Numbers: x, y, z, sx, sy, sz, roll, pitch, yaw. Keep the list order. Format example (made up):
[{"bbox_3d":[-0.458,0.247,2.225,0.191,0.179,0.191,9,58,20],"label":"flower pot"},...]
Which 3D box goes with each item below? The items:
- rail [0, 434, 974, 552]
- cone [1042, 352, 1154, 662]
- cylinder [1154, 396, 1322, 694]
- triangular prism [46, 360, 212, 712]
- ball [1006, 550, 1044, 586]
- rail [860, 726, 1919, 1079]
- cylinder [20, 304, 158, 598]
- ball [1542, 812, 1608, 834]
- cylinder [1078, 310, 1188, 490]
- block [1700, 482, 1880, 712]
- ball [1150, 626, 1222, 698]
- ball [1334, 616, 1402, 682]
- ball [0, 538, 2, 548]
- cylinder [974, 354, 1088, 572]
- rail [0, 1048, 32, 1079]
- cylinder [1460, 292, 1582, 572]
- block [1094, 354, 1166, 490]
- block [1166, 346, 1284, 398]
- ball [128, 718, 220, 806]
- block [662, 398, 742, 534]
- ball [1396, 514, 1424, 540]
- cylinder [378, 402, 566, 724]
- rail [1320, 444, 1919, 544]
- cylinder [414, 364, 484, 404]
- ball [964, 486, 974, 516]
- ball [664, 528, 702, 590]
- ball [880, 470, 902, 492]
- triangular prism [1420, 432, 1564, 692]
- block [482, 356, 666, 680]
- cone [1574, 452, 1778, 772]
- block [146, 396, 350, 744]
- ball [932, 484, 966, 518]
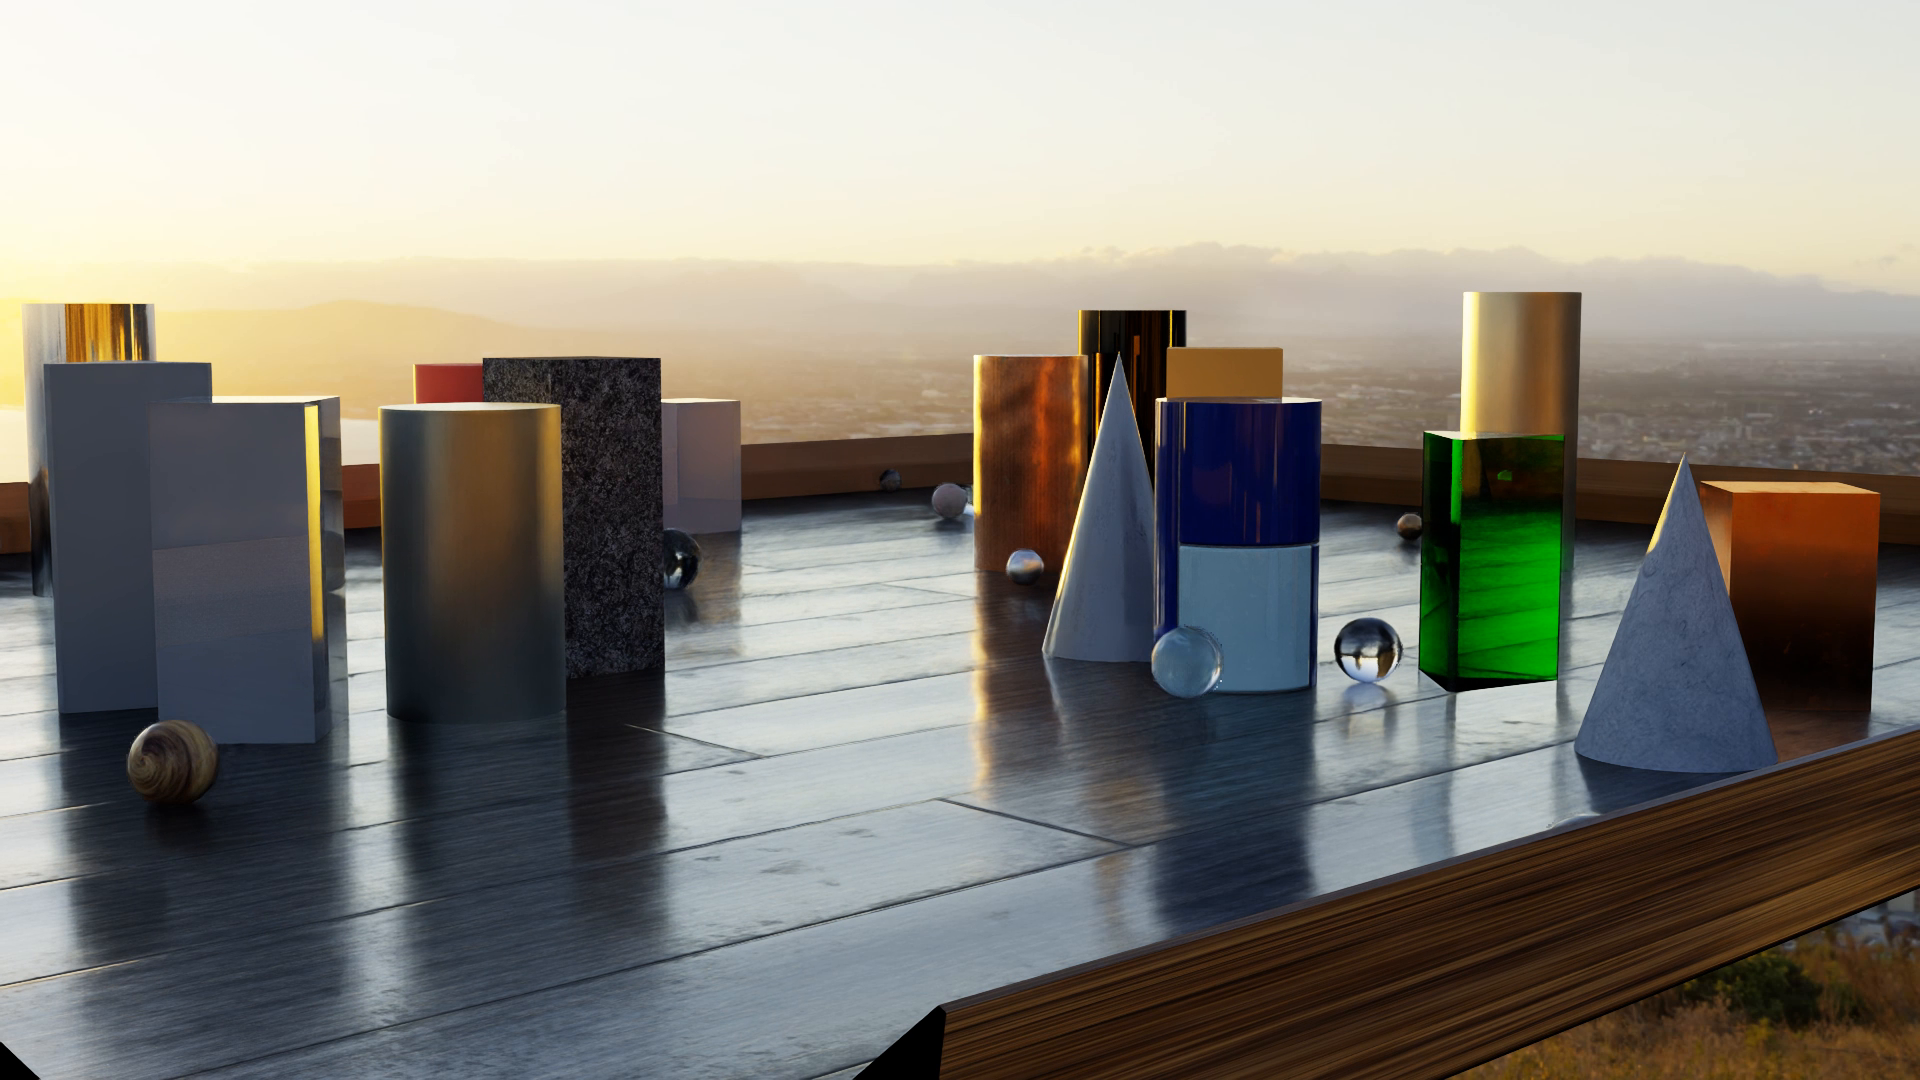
[{"bbox_3d":[-1.146,-0.096,4.568,3.843,0.128,0.045,-5,8,-42],"label":"rail"},{"bbox_3d":[0.206,-0.050,2.873,0.197,0.391,0.197,0,6,0],"label":"cone"},{"bbox_3d":[0.332,0.001,2.643,0.197,0.338,0.197,0,6,0],"label":"cylinder"},{"bbox_3d":[-0.948,-0.011,2.521,0.171,0.386,0.148,-3,6,-23],"label":"triangular prism"},{"bbox_3d":[0.105,0.045,3.555,0.061,0.061,0.061,0,6,0],"label":"ball"},{"bbox_3d":[1.146,0.162,2.096,3.843,0.128,0.045,-5,8,-42],"label":"rail"},{"bbox_3d":[-1.370,-0.146,3.479,0.197,0.455,0.197,0,6,0],"label":"cylinder"},{"bbox_3d":[0.445,0.239,1.544,0.093,0.093,0.093,0,6,0],"label":"ball"},{"bbox_3d":[0.311,-0.194,3.992,0.197,0.445,0.197,0,6,0],"label":"cylinder"},{"bbox_3d":[0.945,0.061,2.525,0.158,0.243,0.158,1,6,6],"label":"block"},{"bbox_3d":[0.261,0.141,2.533,0.082,0.082,0.082,0,6,0],"label":"ball"},{"bbox_3d":[0.489,0.131,2.636,0.080,0.080,0.080,0,6,0],"label":"ball"},{"bbox_3d":[-1.704,0.006,3.801,0.088,0.088,0.088,0,6,0],"label":"ball"},{"bbox_3d":[0.123,-0.137,3.824,0.197,0.367,0.197,0,6,0],"label":"cylinder"},{"bbox_3d":[-1.395,0.167,2.052,0.045,0.128,3.428,-5,8,-42],"label":"rail"},{"bbox_3d":[0.970,-0.191,3.816,0.197,0.475,0.197,0,6,0],"label":"cylinder"},{"bbox_3d":[0.367,-0.181,4.280,0.158,0.359,0.158,-3,7,-26],"label":"block"},{"bbox_3d":[0.370,-0.074,3.101,0.158,0.392,0.158,1,6,6],"label":"block"},{"bbox_3d":[-0.707,0.201,1.980,0.079,0.079,0.079,0,6,0],"label":"ball"},{"bbox_3d":[-0.555,-0.151,4.460,0.158,0.263,0.158,-6,8,-43],"label":"block"},{"bbox_3d":[0.875,-0.025,4.270,0.052,0.052,0.052,0,6,0],"label":"ball"},{"bbox_3d":[-0.542,0.020,2.452,0.197,0.339,0.197,0,6,0],"label":"cylinder"},{"bbox_3d":[1.395,-0.100,4.612,0.045,0.128,3.428,-5,8,-42],"label":"rail"},{"bbox_3d":[-0.877,-0.141,3.955,0.197,0.348,0.197,0,6,0],"label":"cylinder"},{"bbox_3d":[0.031,-0.084,4.766,0.065,0.065,0.065,0,6,0],"label":"ball"},{"bbox_3d":[-0.461,0.031,3.510,0.099,0.099,0.099,0,6,0],"label":"ball"},{"bbox_3d":[-0.171,-0.147,5.424,0.054,0.054,0.054,0,6,0],"label":"ball"},{"bbox_3d":[0.612,0.020,2.665,0.171,0.296,0.148,-3,7,-30],"label":"triangular prism"},{"bbox_3d":[-0.482,-0.034,2.746,0.158,0.386,0.158,-5,8,-42],"label":"block"},{"bbox_3d":[0.722,0.063,2.208,0.197,0.304,0.197,0,6,0],"label":"cone"},{"bbox_3d":[-0.749,0.027,2.327,0.158,0.352,0.158,0,6,-3],"label":"block"},{"bbox_3d":[-0.023,-0.084,4.720,0.075,0.075,0.075,0,6,0],"label":"ball"}]
